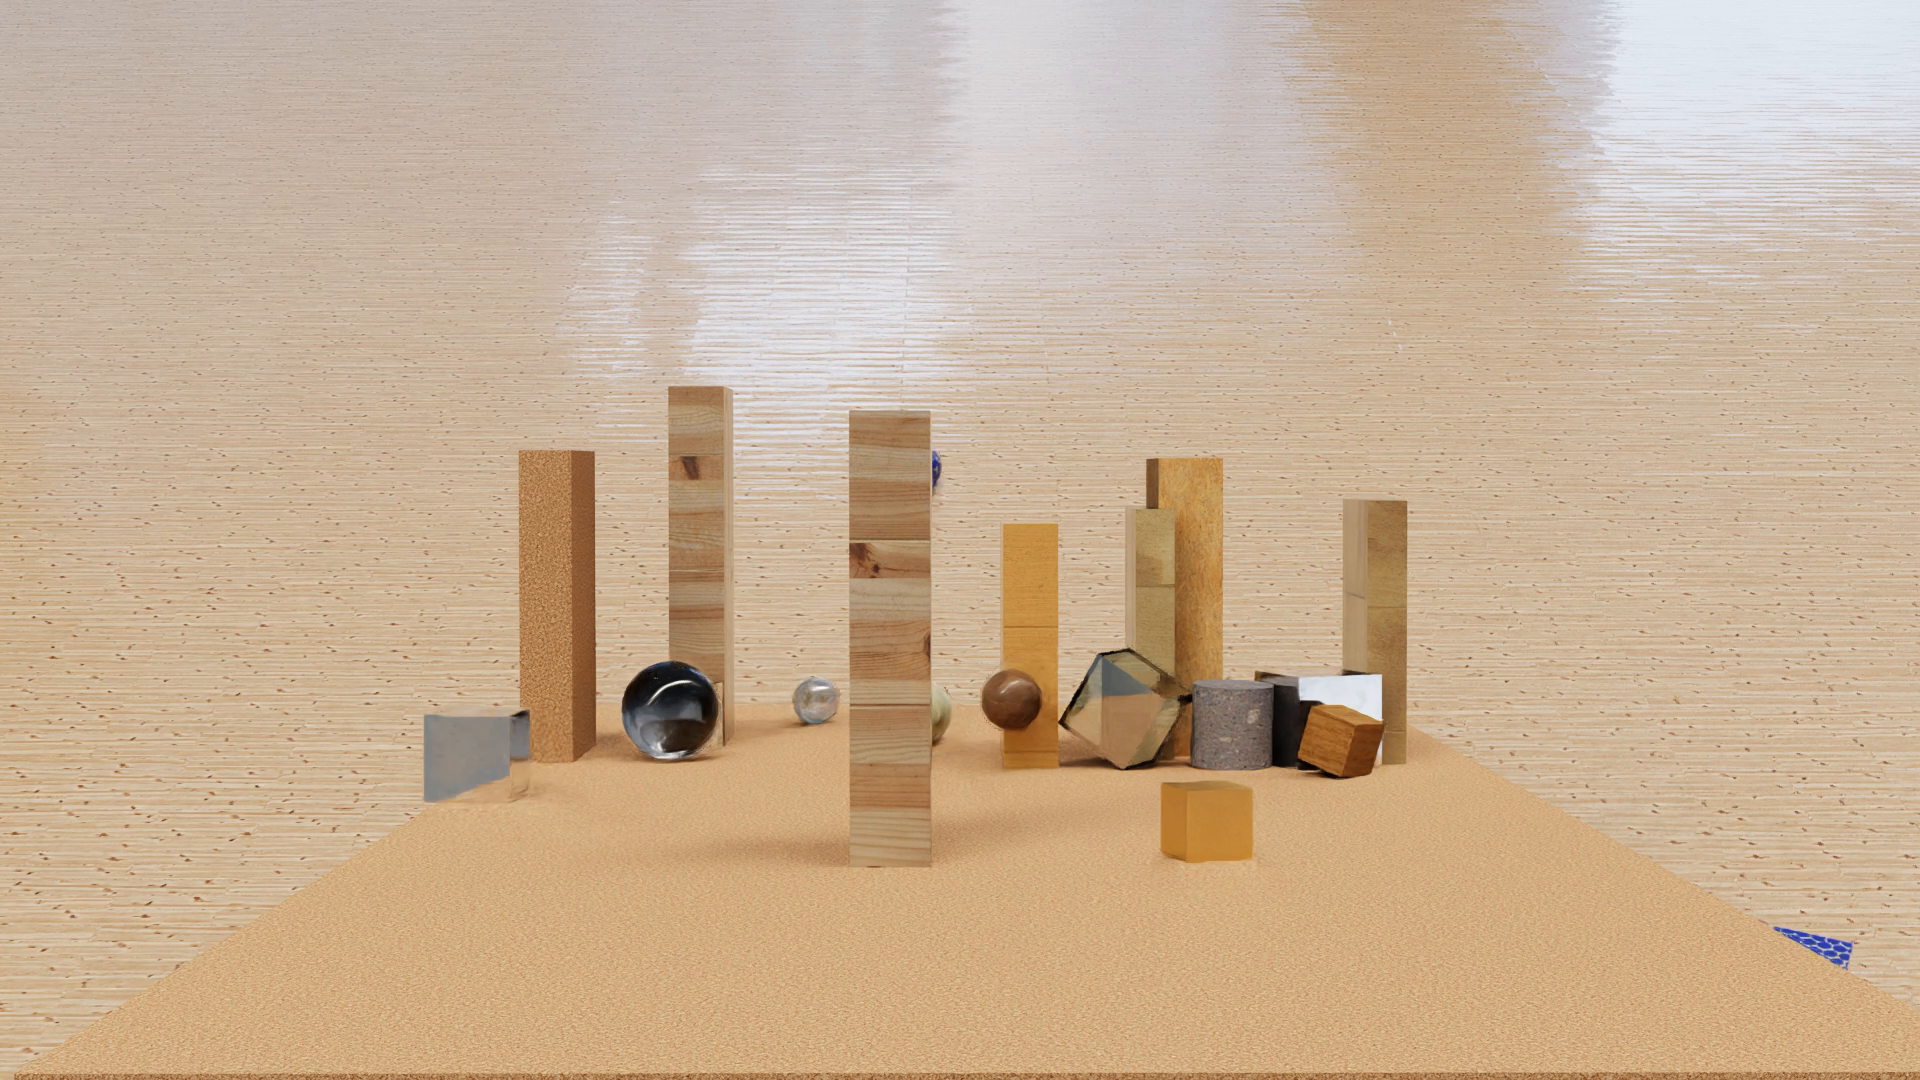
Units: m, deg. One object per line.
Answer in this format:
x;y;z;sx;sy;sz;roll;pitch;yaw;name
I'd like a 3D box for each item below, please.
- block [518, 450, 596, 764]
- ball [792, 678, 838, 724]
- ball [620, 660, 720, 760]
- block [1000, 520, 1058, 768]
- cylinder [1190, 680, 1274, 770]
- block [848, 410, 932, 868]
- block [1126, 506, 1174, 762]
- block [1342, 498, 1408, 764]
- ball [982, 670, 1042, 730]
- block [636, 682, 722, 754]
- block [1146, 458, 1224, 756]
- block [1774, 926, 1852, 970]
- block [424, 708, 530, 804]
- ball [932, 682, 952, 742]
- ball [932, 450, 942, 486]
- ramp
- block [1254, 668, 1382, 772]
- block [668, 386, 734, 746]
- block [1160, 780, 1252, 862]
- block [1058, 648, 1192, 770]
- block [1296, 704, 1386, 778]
-0.846;0.132;5.432;0.107;0.639;0.342;0;2;0;block
-0.340;0.379;6.073;0.109;0.109;0.109;0;25;0;ball
-0.598;0.352;5.332;0.205;0.205;0.205;0;25;0;ball
0.141;0.208;5.332;0.110;0.491;0.351;0;2;0;block
0.549;0.372;5.203;0.163;0.163;0.163;1;4;0;cylinder
-0.106;0.146;4.003;0.122;0.688;0.254;0;2;0;block
0.401;0.191;5.460;0.080;0.518;0.329;0;2;0;block
0.867;0.184;5.400;0.080;0.536;0.335;0;2;0;block
0.102;0.316;5.099;0.120;0.120;0.120;0;25;0;ball
-0.599;0.378;5.514;0.142;0.142;0.142;0;2;16;block
0.481;0.136;5.554;0.134;0.623;0.353;0;2;0;block
1.791;0.948;5.478;0.162;0.162;0.162;11;27;21;block
-0.882;0.392;4.714;0.158;0.158;0.158;0;2;4;block
-0.088;0.375;5.629;0.142;0.142;0.142;0;25;0;ball
-0.126;-0.223;7.960;0.140;0.140;0.140;0;25;0;ball
0.058;0.525;4.563;2.000;0.100;4.000;0;2;0;ramp
0.725;0.362;5.232;0.187;0.187;0.187;-1;2;-21;block
-0.571;0.054;5.707;0.120;0.780;0.240;0;2;0;block
0.382;0.436;4.001;0.109;0.109;0.109;-1;2;-17;block
0.338;0.341;5.216;0.169;0.169;0.169;35;16;21;block
0.746;0.392;5.043;0.107;0.107;0.107;23;13;39;block
